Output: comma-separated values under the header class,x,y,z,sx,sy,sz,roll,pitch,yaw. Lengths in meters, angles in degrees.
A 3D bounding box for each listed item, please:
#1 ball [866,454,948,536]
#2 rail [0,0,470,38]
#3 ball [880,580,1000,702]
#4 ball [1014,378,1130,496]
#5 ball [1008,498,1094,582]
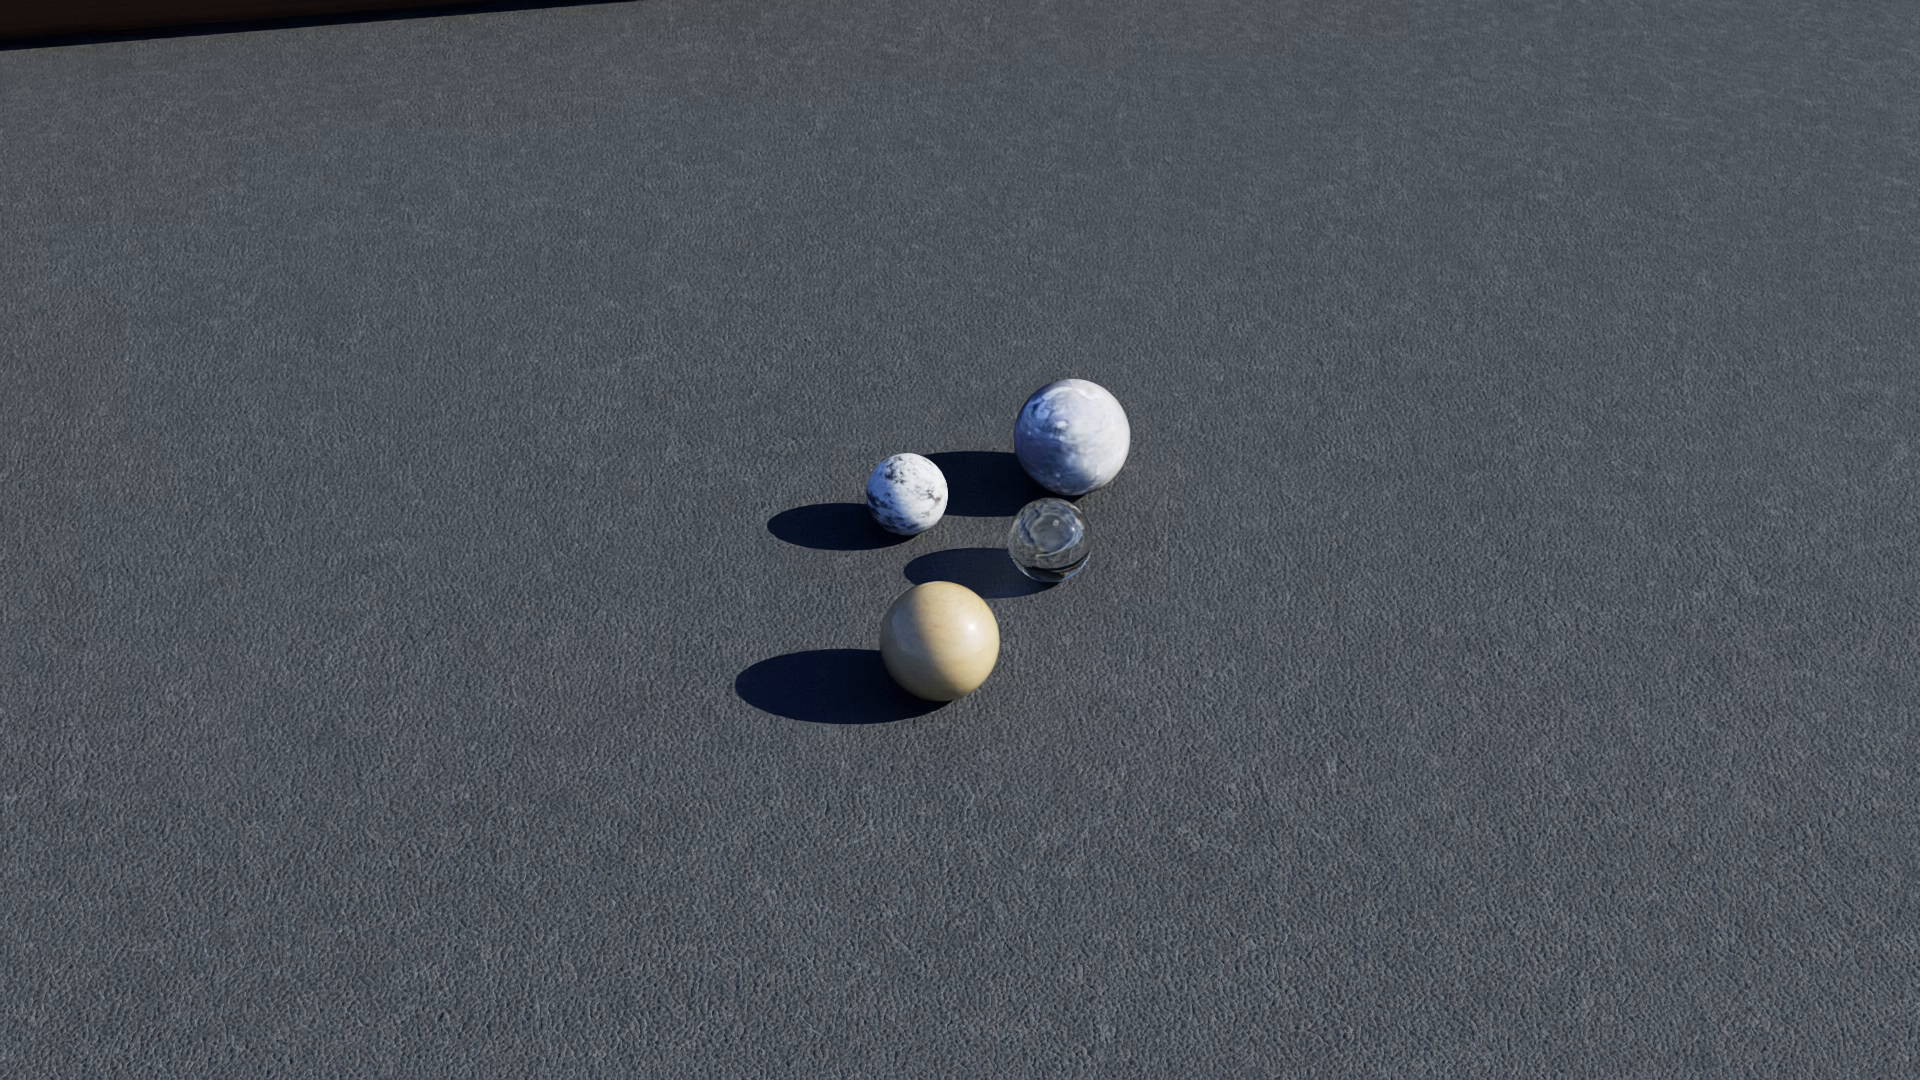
class,x,y,z,sx,sy,sz,roll,pitch,yaw
ball,-0.033,-0.029,1.616,0.052,0.052,0.052,0,36,0
rail,0.615,-0.627,2.376,3.176,0.115,0.045,-6,37,-9
ball,-0.012,0.059,1.483,0.070,0.070,0.070,0,36,0
ball,0.072,-0.066,1.647,0.075,0.075,0.075,0,36,0
ball,0.055,0.000,1.577,0.053,0.053,0.053,0,36,0
